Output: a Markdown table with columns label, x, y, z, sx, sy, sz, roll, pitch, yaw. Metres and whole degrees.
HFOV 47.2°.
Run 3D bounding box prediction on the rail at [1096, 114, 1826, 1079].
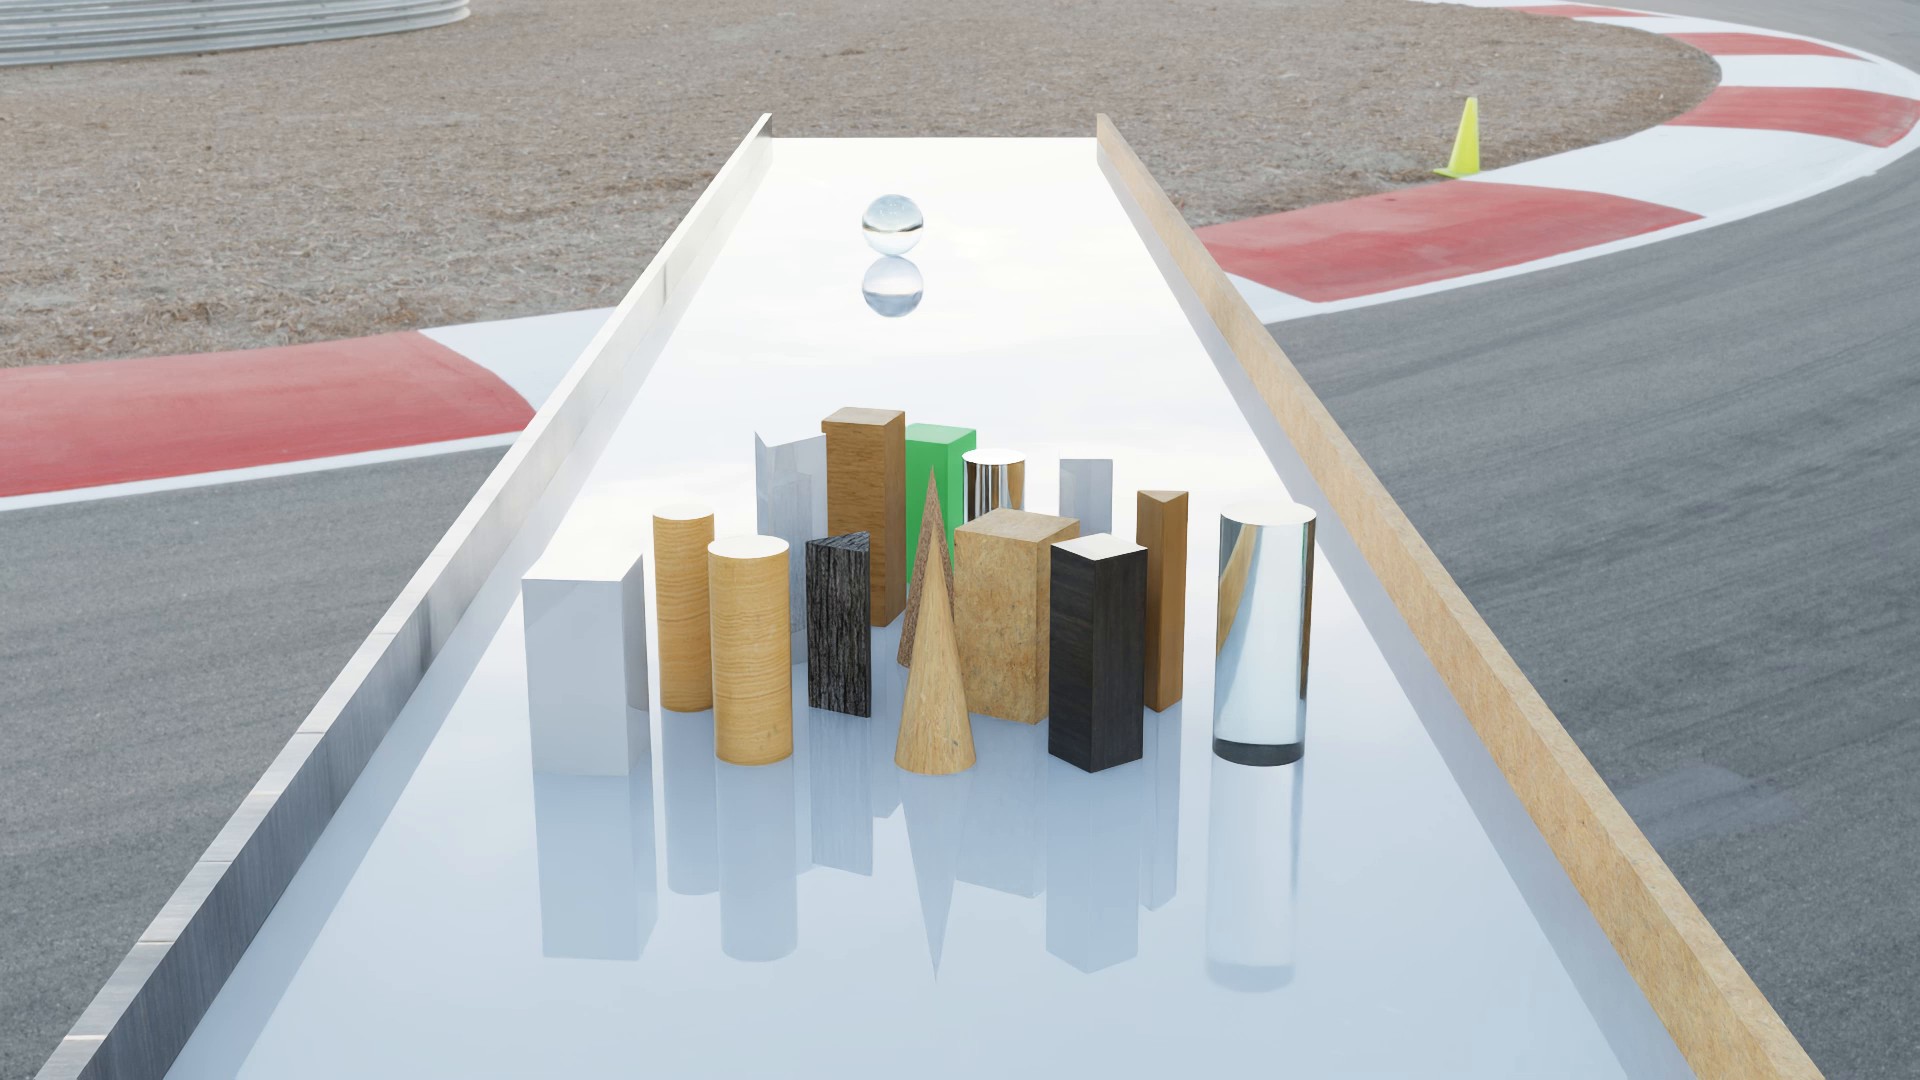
| label | x | y | z | sx | sy | sz | roll | pitch | yaw |
| --- | --- | --- | --- | --- | --- | --- | --- | --- | --- |
| rail | 0.932 | -0.844 | 7.801 | 0.050 | 0.150 | 12.000 | 0 | 17 | -1 |

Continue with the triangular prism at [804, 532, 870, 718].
| label | x | y | z | sx | sy | sz | roll | pitch | yaw |
| --- | --- | --- | --- | --- | --- | --- | --- | --- | --- |
| triangular prism | -0.202 | 0.153 | 4.143 | 0.133 | 0.324 | 0.116 | 9 | 19 | 27 |

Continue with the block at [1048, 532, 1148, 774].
| label | x | y | z | sx | sy | sz | roll | pitch | yaw |
| --- | --- | --- | --- | --- | --- | --- | --- | --- | --- |
| block | 0.242 | 0.198 | 3.875 | 0.120 | 0.391 | 0.120 | -12 | 20 | -35 |

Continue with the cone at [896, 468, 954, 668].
| label | x | y | z | sx | sy | sz | roll | pitch | yaw |
| --- | --- | --- | --- | --- | --- | --- | --- | --- | --- |
| cone | -0.054 | 0.045 | 4.364 | 0.145 | 0.405 | 0.145 | 0 | 17 | 0 |

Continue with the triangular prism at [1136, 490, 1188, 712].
| label | x | y | z | sx | sy | sz | roll | pitch | yaw |
| --- | --- | --- | --- | --- | --- | --- | --- | --- | --- |
| triangular prism | 0.365 | 0.110 | 4.134 | 0.081 | 0.411 | 0.094 | 11 | 20 | 32 |

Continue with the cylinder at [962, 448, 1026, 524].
| label | x | y | z | sx | sy | sz | roll | pitch | yaw |
| --- | --- | --- | --- | --- | --- | --- | --- | --- | --- |
| cylinder | 0.072 | -0.011 | 4.662 | 0.133 | 0.343 | 0.133 | 0 | 17 | 0 |

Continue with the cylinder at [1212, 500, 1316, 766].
| label | x | y | z | sx | sy | sz | roll | pitch | yaw |
| --- | --- | --- | --- | --- | --- | --- | --- | --- | --- |
| cylinder | 0.537 | 0.164 | 3.897 | 0.166 | 0.443 | 0.166 | 0 | 17 | 0 |

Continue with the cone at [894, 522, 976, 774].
| label | x | y | z | sx | sy | sz | roll | pitch | yaw |
| --- | --- | --- | --- | --- | --- | --- | --- | --- | --- |
| cone | -0.044 | 0.176 | 3.853 | 0.147 | 0.445 | 0.147 | 0 | 17 | 0 |

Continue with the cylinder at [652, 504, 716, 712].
| label | x | y | z | sx | sy | sz | roll | pitch | yaw |
| --- | --- | --- | --- | --- | --- | --- | --- | --- | --- |
| cylinder | -0.514 | 0.127 | 4.136 | 0.114 | 0.377 | 0.114 | 0 | 17 | 0 |

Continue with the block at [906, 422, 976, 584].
| label | x | y | z | sx | sy | sz | roll | pitch | yaw |
| --- | --- | --- | --- | --- | --- | --- | --- | --- | --- |
| block | -0.064 | -0.079 | 4.916 | 0.153 | 0.329 | 0.153 | 7 | 18 | 24 |

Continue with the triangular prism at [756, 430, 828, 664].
| label | x | y | z | sx | sy | sz | roll | pitch | yaw |
| --- | --- | --- | --- | --- | --- | --- | --- | --- | --- |
| triangular prism | -0.360 | 0.012 | 4.385 | 0.147 | 0.457 | 0.127 | -16 | 23 | -43 |

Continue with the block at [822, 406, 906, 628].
| label | x | y | z | sx | sy | sz | roll | pitch | yaw |
| --- | --- | --- | --- | --- | --- | --- | --- | --- | --- |
| block | -0.200 | -0.050 | 4.631 | 0.137 | 0.435 | 0.137 | 5 | 17 | 17 |

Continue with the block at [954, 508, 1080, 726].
| label | x | y | z | sx | sy | sz | roll | pitch | yaw |
| --- | --- | --- | --- | --- | --- | --- | --- | --- | --- |
| block | 0.107 | 0.140 | 4.136 | 0.173 | 0.353 | 0.173 | 9 | 19 | 28 |

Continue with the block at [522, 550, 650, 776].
| label | x | y | z | sx | sy | sz | roll | pitch | yaw |
| --- | --- | --- | --- | --- | --- | --- | --- | --- | --- |
| block | -0.656 | 0.215 | 3.878 | 0.172 | 0.358 | 0.172 | 1 | 17 | 5 |

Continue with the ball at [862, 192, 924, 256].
| label | x | y | z | sx | sy | sz | roll | pitch | yaw |
| --- | --- | --- | --- | --- | --- | --- | --- | --- | --- |
| ball | -0.282 | -1.320 | 9.203 | 0.264 | 0.264 | 0.264 | 0 | 17 | 0 |

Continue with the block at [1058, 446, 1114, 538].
| label | x | y | z | sx | sy | sz | roll | pitch | yaw |
| --- | --- | --- | --- | --- | --- | --- | --- | --- | --- |
| block | 0.246 | 0.034 | 4.361 | 0.103 | 0.429 | 0.103 | 0 | 17 | 1 |

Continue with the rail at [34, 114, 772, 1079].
| label | x | y | z | sx | sy | sz | roll | pitch | yaw |
| --- | --- | --- | --- | --- | --- | --- | --- | --- | --- |
| rail | -1.118 | -0.838 | 7.780 | 0.050 | 0.150 | 12.000 | 0 | 17 | -1 |

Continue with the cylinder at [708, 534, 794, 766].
| label | x | y | z | sx | sy | sz | roll | pitch | yaw |
| --- | --- | --- | --- | --- | --- | --- | --- | --- | --- |
| cylinder | -0.370 | 0.195 | 3.898 | 0.141 | 0.384 | 0.141 | 0 | 17 | 0 |
